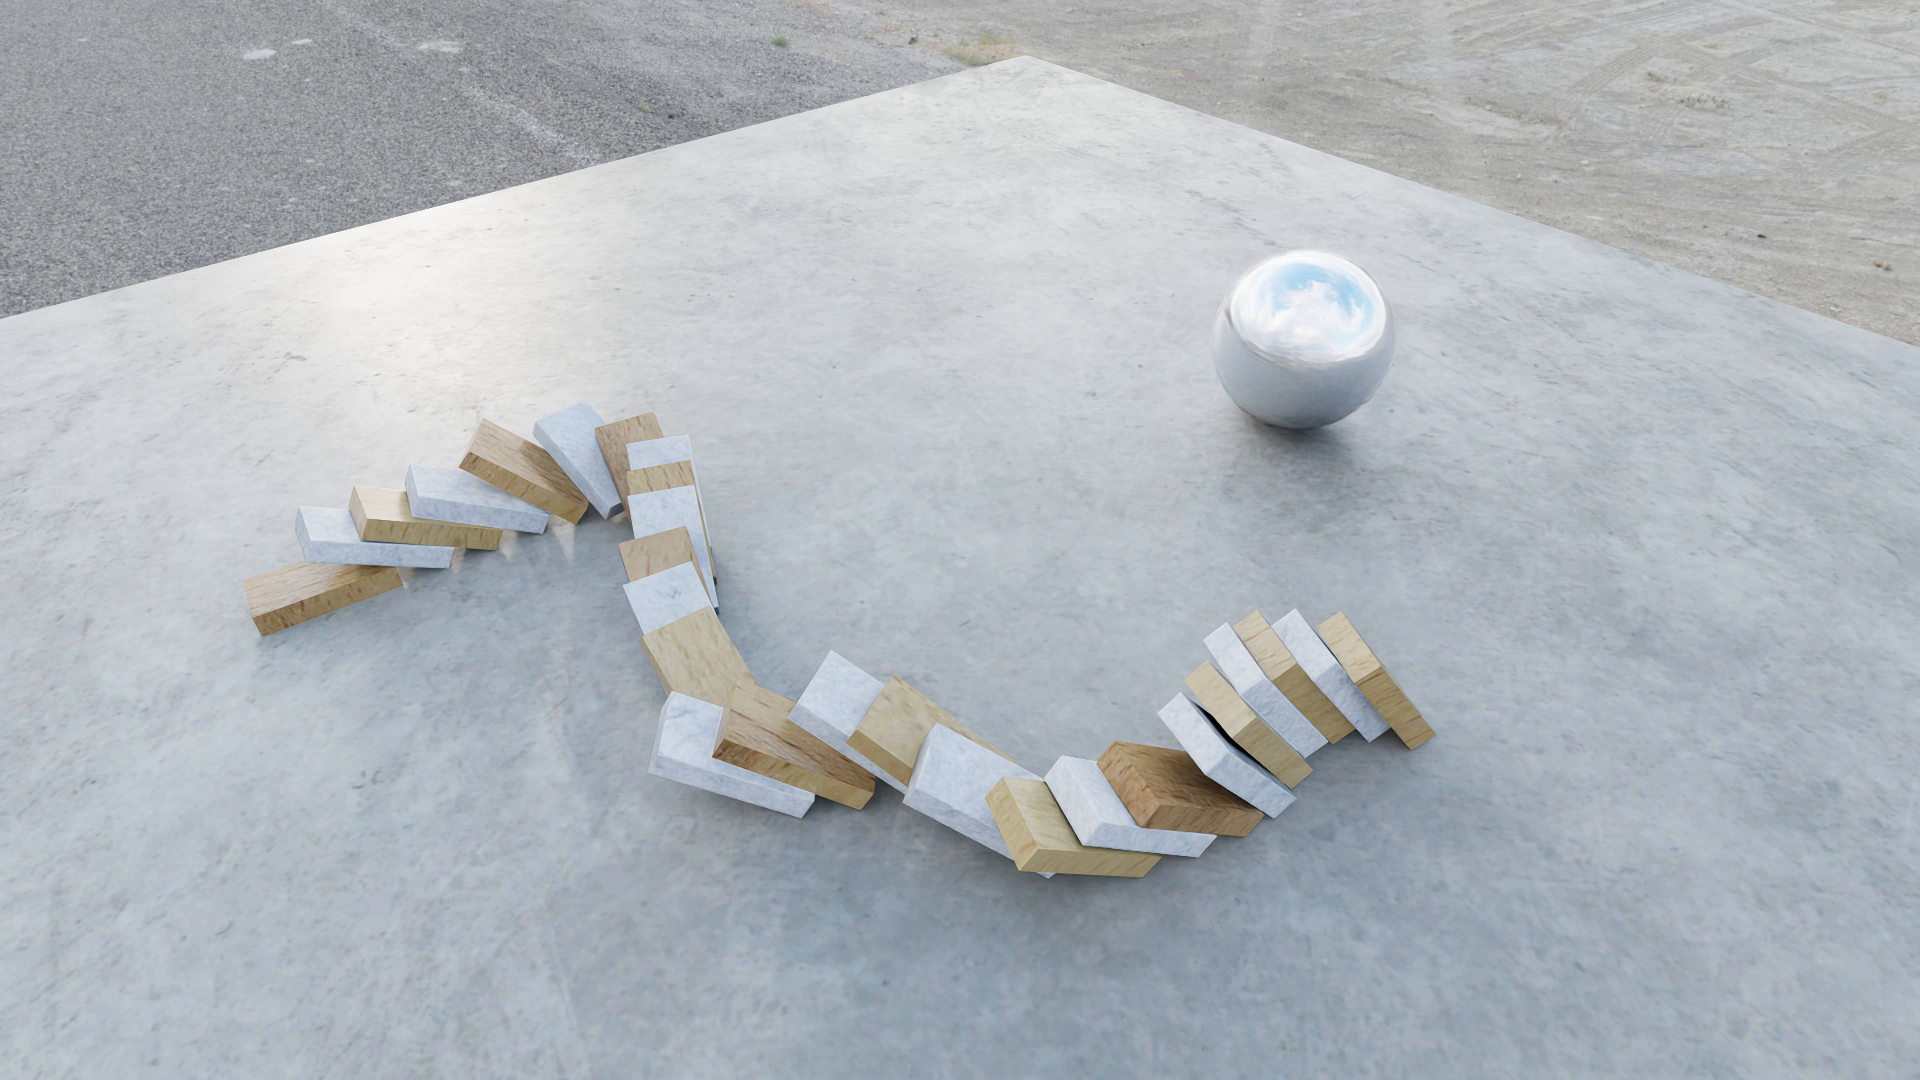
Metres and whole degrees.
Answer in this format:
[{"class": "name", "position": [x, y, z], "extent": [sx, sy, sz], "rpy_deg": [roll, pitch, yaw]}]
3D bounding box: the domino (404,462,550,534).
[{"class": "domino", "position": [-0.195, -0.017, 0.445], "extent": [0.050, 0.010, 0.025], "rpy_deg": [10, 28, -39]}]

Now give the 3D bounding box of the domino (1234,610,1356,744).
[{"class": "domino", "position": [0.110, 0.045, 0.360], "extent": [0.009, 0.050, 0.025], "rpy_deg": [-39, 40, 12]}]

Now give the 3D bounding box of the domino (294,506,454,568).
[{"class": "domino", "position": [-0.227, -0.001, 0.426], "extent": [0.050, 0.010, 0.025], "rpy_deg": [5, 28, -43]}]

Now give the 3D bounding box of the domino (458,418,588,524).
[{"class": "domino", "position": [-0.178, -0.028, 0.454], "extent": [0.050, 0.010, 0.025], "rpy_deg": [30, 28, -27]}]

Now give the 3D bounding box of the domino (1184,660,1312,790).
[{"class": "domino", "position": [0.091, 0.058, 0.344], "extent": [0.010, 0.050, 0.025], "rpy_deg": [-43, 45, 8]}]

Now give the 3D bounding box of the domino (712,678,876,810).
[{"class": "domino", "position": [-0.051, 0.064, 0.346], "extent": [0.050, 0.009, 0.025], "rpy_deg": [24, 35, -17]}]

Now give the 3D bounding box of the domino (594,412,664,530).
[{"class": "domino", "position": [-0.130, -0.026, 0.456], "extent": [0.025, 0.009, 0.050], "rpy_deg": [-20, 76, -23]}]

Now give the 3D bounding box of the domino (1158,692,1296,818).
[{"class": "domino", "position": [0.082, 0.066, 0.335], "extent": [0.009, 0.050, 0.025], "rpy_deg": [-45, 44, 10]}]

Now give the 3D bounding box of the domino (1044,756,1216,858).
[{"class": "domino", "position": [0.051, 0.079, 0.326], "extent": [0.050, 0.009, 0.025], "rpy_deg": [17, 27, -37]}]

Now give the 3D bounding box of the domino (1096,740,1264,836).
[{"class": "domino", "position": [0.067, 0.075, 0.331], "extent": [0.050, 0.010, 0.025], "rpy_deg": [16, 27, -39]}]

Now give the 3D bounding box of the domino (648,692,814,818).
[{"class": "domino", "position": [-0.070, 0.067, 0.343], "extent": [0.050, 0.010, 0.025], "rpy_deg": [22, 35, -20]}]

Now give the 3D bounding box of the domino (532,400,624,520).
[{"class": "domino", "position": [-0.154, -0.034, 0.466], "extent": [0.050, 0.009, 0.025], "rpy_deg": [48, 47, 8]}]

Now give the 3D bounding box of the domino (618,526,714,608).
[{"class": "domino", "position": [-0.104, 0.022, 0.399], "extent": [0.025, 0.010, 0.050], "rpy_deg": [-17, 71, -19]}]

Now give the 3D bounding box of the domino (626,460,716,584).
[{"class": "domino", "position": [-0.113, -0.005, 0.430], "extent": [0.025, 0.010, 0.050], "rpy_deg": [-12, 72, -14]}]

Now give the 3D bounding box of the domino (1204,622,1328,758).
[{"class": "domino", "position": [0.099, 0.049, 0.355], "extent": [0.010, 0.050, 0.025], "rpy_deg": [-39, 40, 12]}]

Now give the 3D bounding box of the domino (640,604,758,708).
[{"class": "domino", "position": [-0.083, 0.049, 0.367], "extent": [0.025, 0.010, 0.050], "rpy_deg": [-26, 72, -29]}]

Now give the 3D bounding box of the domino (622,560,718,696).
[{"class": "domino", "position": [-0.096, 0.035, 0.383], "extent": [0.025, 0.010, 0.050], "rpy_deg": [-21, 72, -24]}]

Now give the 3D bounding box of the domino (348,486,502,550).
[{"class": "domino", "position": [-0.211, -0.009, 0.435], "extent": [0.050, 0.009, 0.025], "rpy_deg": [7, 27, -43]}]

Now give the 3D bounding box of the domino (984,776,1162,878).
[{"class": "domino", "position": [0.033, 0.084, 0.320], "extent": [0.050, 0.010, 0.025], "rpy_deg": [16, 30, -37]}]

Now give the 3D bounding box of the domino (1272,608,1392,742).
[{"class": "domino", "position": [0.122, 0.045, 0.360], "extent": [0.009, 0.050, 0.025], "rpy_deg": [-39, 41, 12]}]

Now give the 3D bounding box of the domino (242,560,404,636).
[{"class": "domino", "position": [-0.245, 0.017, 0.423], "extent": [0.050, 0.010, 0.025], "rpy_deg": [-24, 45, -26]}]

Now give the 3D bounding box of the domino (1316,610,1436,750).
[{"class": "domino", "position": [0.136, 0.046, 0.359], "extent": [0.010, 0.050, 0.025], "rpy_deg": [-37, 39, 15]}]

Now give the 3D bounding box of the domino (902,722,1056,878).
[{"class": "domino", "position": [0.010, 0.078, 0.331], "extent": [0.050, 0.010, 0.025], "rpy_deg": [29, 41, -8]}]

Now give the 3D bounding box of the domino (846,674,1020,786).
[{"class": "domino", "position": [-0.008, 0.067, 0.344], "extent": [0.050, 0.010, 0.025], "rpy_deg": [36, 45, -2]}]

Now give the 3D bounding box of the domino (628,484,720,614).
[{"class": "domino", "position": [-0.109, 0.006, 0.416], "extent": [0.025, 0.009, 0.050], "rpy_deg": [-11, 72, -14]}]

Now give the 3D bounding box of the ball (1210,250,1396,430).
[{"class": "ball", "position": [0.155, -0.090, 0.498], "extent": [0.080, 0.080, 0.080], "rpy_deg": [0, 39, 0]}]

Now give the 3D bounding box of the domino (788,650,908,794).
[{"class": "domino", "position": [-0.027, 0.060, 0.352], "extent": [0.050, 0.010, 0.025], "rpy_deg": [34, 41, -3]}]

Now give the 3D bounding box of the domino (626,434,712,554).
[{"class": "domino", "position": [-0.117, -0.016, 0.444], "extent": [0.025, 0.010, 0.050], "rpy_deg": [-11, 72, -14]}]
